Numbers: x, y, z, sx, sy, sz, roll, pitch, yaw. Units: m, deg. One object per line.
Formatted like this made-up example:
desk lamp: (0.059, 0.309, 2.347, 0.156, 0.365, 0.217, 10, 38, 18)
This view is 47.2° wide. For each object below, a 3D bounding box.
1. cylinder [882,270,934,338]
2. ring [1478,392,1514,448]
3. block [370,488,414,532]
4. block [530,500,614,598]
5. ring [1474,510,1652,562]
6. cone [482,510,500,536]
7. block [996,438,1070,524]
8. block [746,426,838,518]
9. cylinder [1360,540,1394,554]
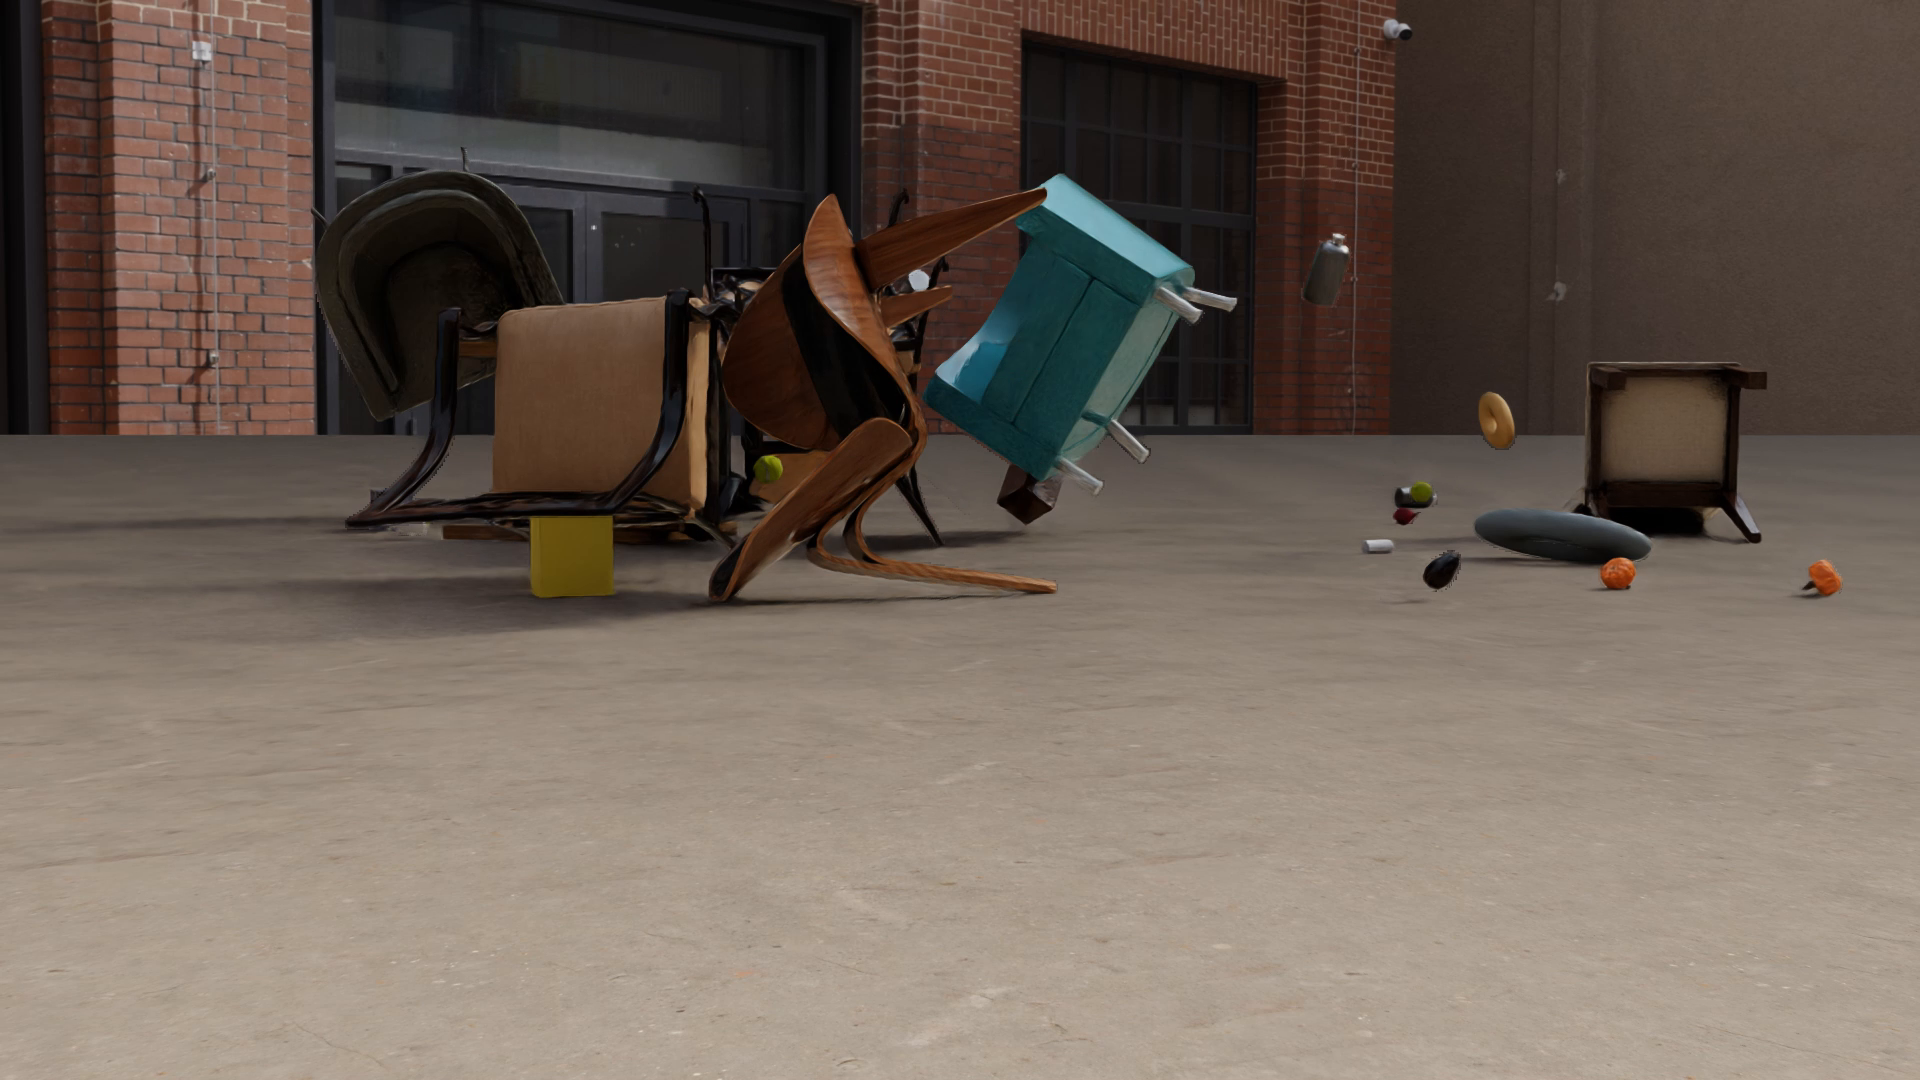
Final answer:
cylinder: (-0.196, -0.891, 8.295, 0.110, 0.197, 0.228, 28, 26, -14)
ring: (1.662, -0.373, 6.818, 0.049, 0.149, 0.280, -1, 25, -4)
block: (-1.811, -0.095, 7.005, 0.106, 0.127, 0.194, -2, 4, -22)
block: (-0.847, 0.018, 4.793, 0.157, 0.202, 0.121, -2, 4, -20)
ring: (1.560, -0.011, 5.709, 0.483, 0.078, 0.200, 8, -19, 38)
cone: (-1.436, -0.056, 6.721, 0.058, 0.087, 0.038, -2, 4, -25)
block: (0.230, -0.184, 6.916, 0.124, 0.206, 0.138, 36, -40, -20)
block: (-0.586, -0.238, 7.694, 0.202, 0.258, 0.179, 24, -3, -18)
cylinder: (1.142, 0.018, 6.020, 0.081, 0.032, 0.045, -2, 33, -25)
